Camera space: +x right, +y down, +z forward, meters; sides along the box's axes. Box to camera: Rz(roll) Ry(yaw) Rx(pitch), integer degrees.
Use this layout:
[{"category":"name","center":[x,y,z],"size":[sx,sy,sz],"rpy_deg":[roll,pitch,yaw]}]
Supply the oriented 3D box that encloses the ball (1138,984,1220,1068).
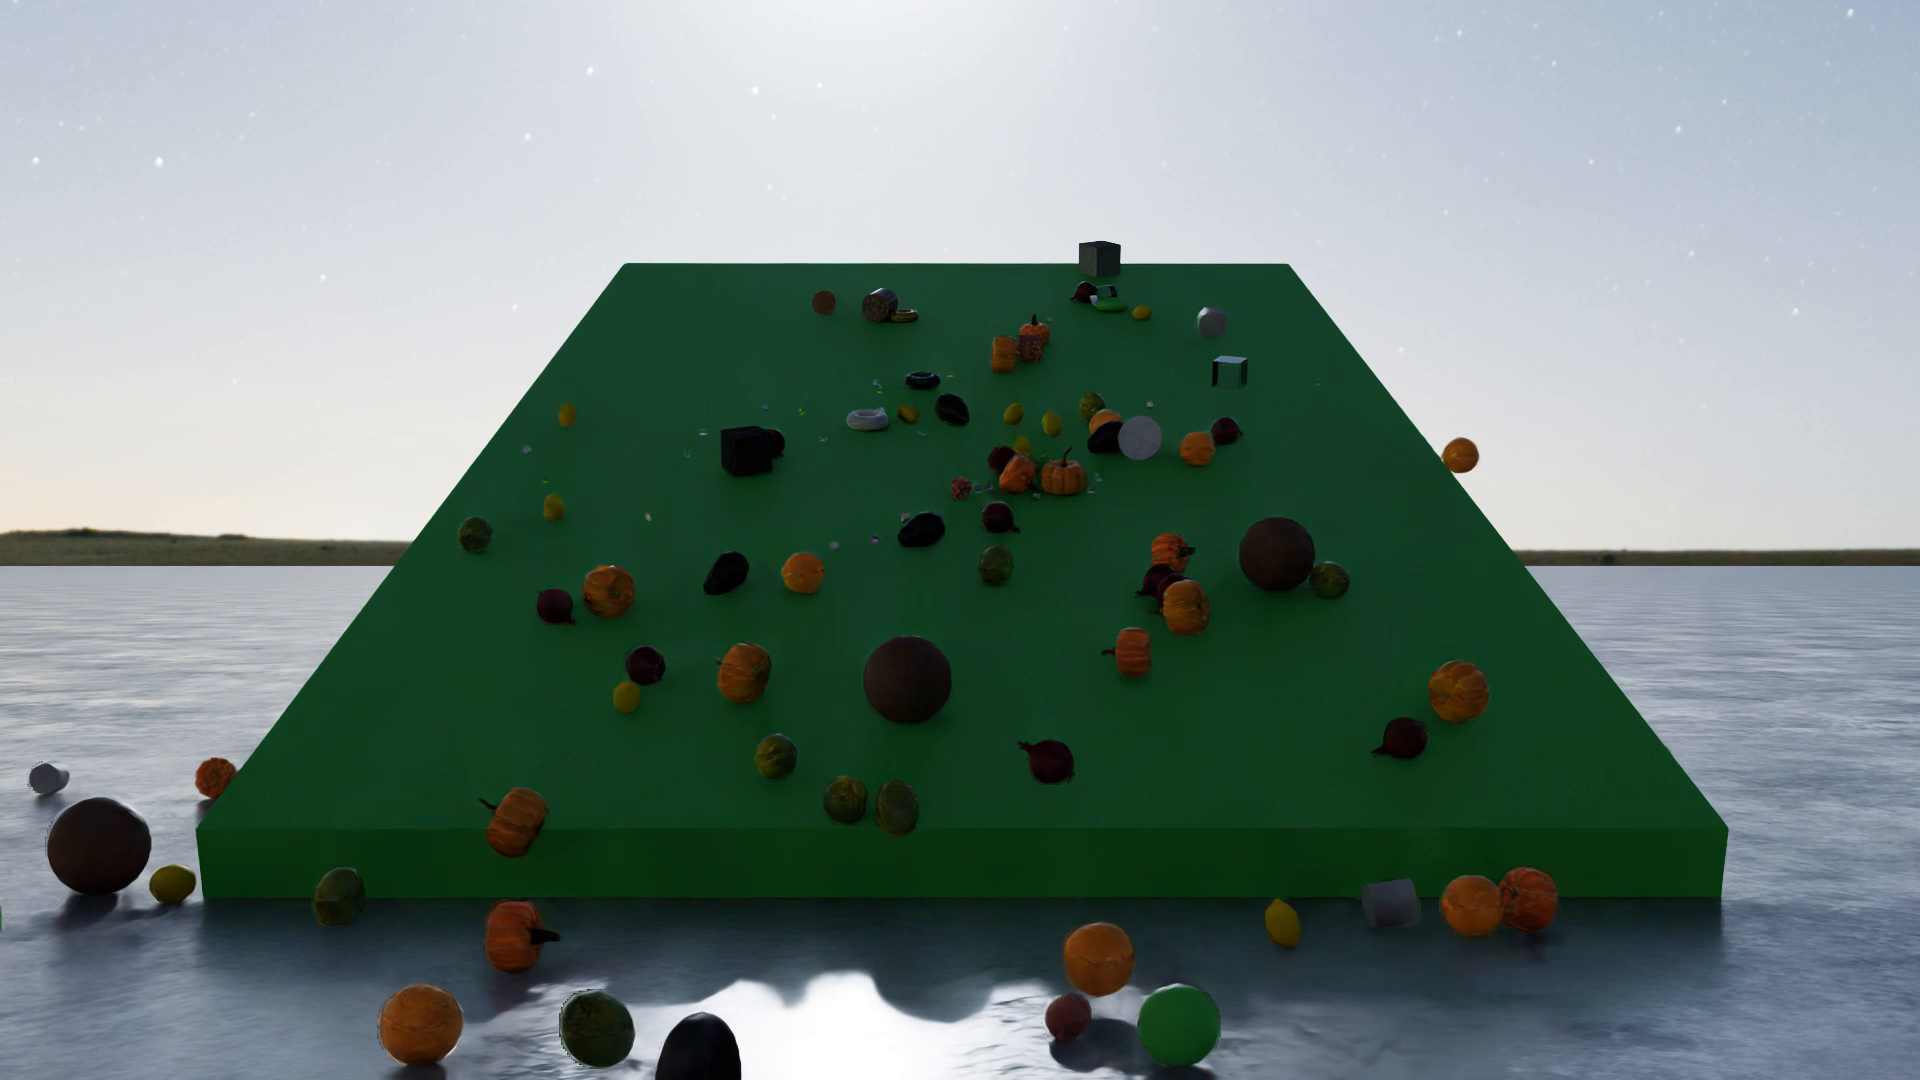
[{"category":"ball","center":[0.192,0.427,1.962],"size":[0.072,0.072,0.072],"rpy_deg":[0,-1,0]}]

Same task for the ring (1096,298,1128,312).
[{"category":"ring","center":[0.411,-0.640,6.064],"size":[0.087,0.029,0.087],"rpy_deg":[0,16,0]}]

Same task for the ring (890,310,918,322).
[{"category":"ring","center":[-0.148,-0.596,5.928],"size":[0.078,0.026,0.078],"rpy_deg":[-1,17,0]}]

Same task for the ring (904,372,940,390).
[{"category":"ring","center":[-0.088,-0.373,5.222],"size":[0.086,0.029,0.086],"rpy_deg":[-1,19,0]}]

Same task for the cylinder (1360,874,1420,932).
[{"category":"cylinder","center":[0.516,0.436,2.674],"size":[0.053,0.053,0.053],"rpy_deg":[-31,-6,9]}]

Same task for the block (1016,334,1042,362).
[{"category":"block","center":[0.171,-0.471,5.488],"size":[0.055,0.055,0.055],"rpy_deg":[-2,18,-7]}]

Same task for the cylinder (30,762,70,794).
[{"category":"cylinder","center":[-1.740,0.454,4.263],"size":[0.057,0.057,0.057],"rpy_deg":[0,-1,-6]}]

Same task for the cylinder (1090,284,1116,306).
[{"category":"cylinder","center":[0.394,-0.671,6.121],"size":[0.054,0.054,0.054],"rpy_deg":[-9,4,-27]}]

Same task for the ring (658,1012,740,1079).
[{"category":"ring","center":[-0.192,0.403,1.636],"size":[0.037,0.110,0.110],"rpy_deg":[-1,-1,15]}]

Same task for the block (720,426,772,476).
[{"category":"block","center":[-0.434,-0.181,4.531],"size":[0.079,0.079,0.079],"rpy_deg":[-9,20,-26]}]

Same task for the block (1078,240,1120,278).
[{"category":"block","center":[0.410,-0.826,6.552],"size":[0.088,0.088,0.088],"rpy_deg":[-11,21,-32]}]

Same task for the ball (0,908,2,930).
[{"category":"ball","center":[-1.105,0.419,2.453],"size":[0.096,0.096,0.096],"rpy_deg":[0,-1,0]}]

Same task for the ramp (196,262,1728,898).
[{"category":"ramp","center":[-0.003,-0.182,4.831],"size":[2.000,0.100,4.000],"rpy_deg":[0,18,0]}]

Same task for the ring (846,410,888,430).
[{"category":"ring","center":[-0.202,-0.261,4.866],"size":[0.093,0.031,0.093],"rpy_deg":[1,19,0]}]

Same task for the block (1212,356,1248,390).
[{"category":"block","center":[0.632,-0.392,5.225],"size":[0.064,0.064,0.064],"rpy_deg":[8,19,24]}]

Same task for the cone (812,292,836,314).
[{"category":"cone","center":[-0.361,-0.632,6.034],"size":[0.067,0.067,0.067],"rpy_deg":[0,-9,10]}]
